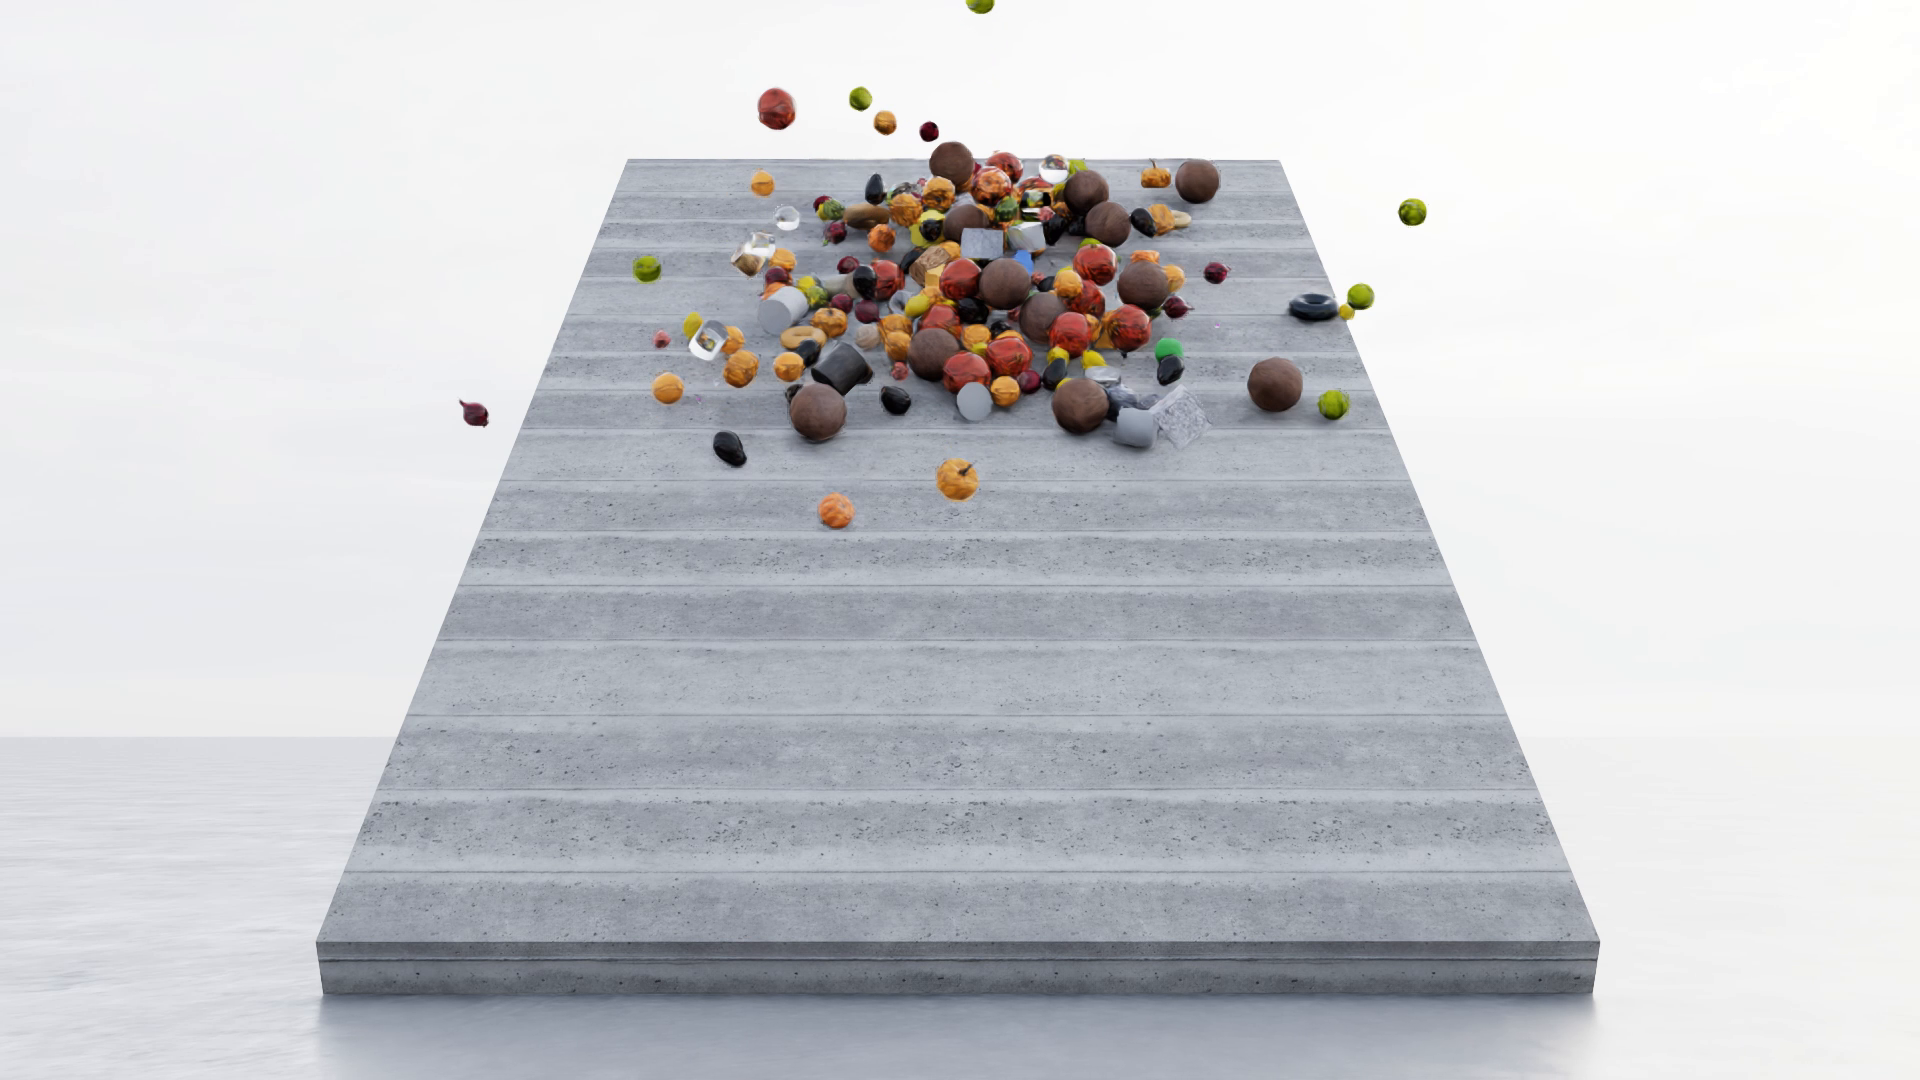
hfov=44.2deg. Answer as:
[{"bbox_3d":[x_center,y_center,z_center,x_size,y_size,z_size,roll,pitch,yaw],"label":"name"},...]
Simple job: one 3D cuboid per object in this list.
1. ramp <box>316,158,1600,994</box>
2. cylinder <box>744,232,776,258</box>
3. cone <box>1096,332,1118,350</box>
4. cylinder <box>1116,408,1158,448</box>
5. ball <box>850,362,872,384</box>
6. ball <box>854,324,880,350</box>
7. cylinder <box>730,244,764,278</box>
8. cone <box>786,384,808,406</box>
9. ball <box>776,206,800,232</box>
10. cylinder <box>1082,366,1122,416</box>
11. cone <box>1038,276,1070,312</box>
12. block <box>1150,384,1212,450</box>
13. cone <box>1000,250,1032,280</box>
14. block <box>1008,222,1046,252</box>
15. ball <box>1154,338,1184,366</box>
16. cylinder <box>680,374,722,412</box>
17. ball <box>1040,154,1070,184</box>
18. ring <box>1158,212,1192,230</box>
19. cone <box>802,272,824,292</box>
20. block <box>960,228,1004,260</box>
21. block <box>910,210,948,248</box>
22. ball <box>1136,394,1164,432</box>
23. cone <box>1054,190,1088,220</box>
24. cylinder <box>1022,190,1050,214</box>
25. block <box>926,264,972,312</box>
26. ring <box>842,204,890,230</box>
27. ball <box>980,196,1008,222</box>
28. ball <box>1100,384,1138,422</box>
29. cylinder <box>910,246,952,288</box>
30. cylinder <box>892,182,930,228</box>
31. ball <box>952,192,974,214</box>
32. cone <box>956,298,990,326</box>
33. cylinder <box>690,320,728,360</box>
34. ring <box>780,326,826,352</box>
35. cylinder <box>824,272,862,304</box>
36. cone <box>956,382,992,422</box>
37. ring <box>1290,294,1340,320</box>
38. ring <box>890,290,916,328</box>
[{"bbox_3d":[-0.010,-0.227,5.491,2.000,0.100,4.000,0,27,0],"label":"ramp"},{"bbox_3d":[-0.514,-0.759,6.077,0.060,0.060,0.060,6,-7,-32],"label":"cylinder"},{"bbox_3d":[0.370,-0.486,5.872,0.050,0.050,0.050,34,-1,7],"label":"cone"},{"bbox_3d":[0.400,-0.254,5.339,0.082,0.082,0.082,9,-3,13],"label":"cylinder"},{"bbox_3d":[-0.237,-0.399,5.659,0.056,0.056,0.056,0,-5,0],"label":"ball"},{"bbox_3d":[-0.222,-0.487,5.692,0.062,0.062,0.062,0,-5,0],"label":"ball"},{"bbox_3d":[-0.554,-0.729,6.170,0.063,0.063,0.063,38,-23,-25],"label":"cylinder"},{"bbox_3d":[-0.389,-0.339,5.574,0.053,0.053,0.053,1,-1,-13],"label":"cone"},{"bbox_3d":[-0.456,-0.850,6.262,0.066,0.066,0.066,0,-5,0],"label":"ball"},{"bbox_3d":[0.332,-0.349,5.525,0.088,0.088,0.088,1,28,0],"label":"cylinder"},{"bbox_3d":[0.244,-0.622,6.124,0.086,0.086,0.086,0,-37,0],"label":"cone"},{"bbox_3d":[0.484,-0.270,5.187,0.093,0.093,0.093,-38,13,6],"label":"block"},{"bbox_3d":[0.130,-0.696,6.001,0.077,0.077,0.077,1,-2,42],"label":"cone"},{"bbox_3d":[0.175,-0.792,6.203,0.066,0.066,0.066,-20,19,-25],"label":"block"},{"bbox_3d":[0.509,-0.459,5.766,0.070,0.070,0.070,0,-5,0],"label":"ball"},{"bbox_3d":[-0.610,-0.333,5.568,0.096,0.096,0.096,3,-9,1],"label":"cylinder"},{"bbox_3d":[0.259,-1.019,6.488,0.084,0.084,0.084,0,-5,0],"label":"ball"},{"bbox_3d":[0.610,-0.905,6.700,0.094,0.031,0.094,-1,27,0],"label":"ring"},{"bbox_3d":[-0.398,-0.665,6.213,0.057,0.057,0.057,-38,-1,-6],"label":"cone"},{"bbox_3d":[0.058,-0.778,6.213,0.077,0.077,0.077,-4,11,-44],"label":"block"},{"bbox_3d":[-0.086,-0.860,6.552,0.077,0.077,0.077,-15,30,-26],"label":"block"},{"bbox_3d":[0.441,-0.290,5.409,0.087,0.087,0.087,0,-5,0],"label":"ball"},{"bbox_3d":[0.327,-0.957,6.743,0.087,0.087,0.087,-9,-1,-22],"label":"cone"},{"bbox_3d":[0.209,-0.928,6.495,0.060,0.060,0.060,6,-1,26],"label":"cylinder"},{"bbox_3d":[-0.028,-0.656,6.138,0.087,0.087,0.087,21,33,35],"label":"block"},{"bbox_3d":[-0.262,-0.902,6.599,0.134,0.045,0.134,1,-12,0],"label":"ring"},{"bbox_3d":[0.097,-0.937,6.711,0.075,0.075,0.075,0,-5,0],"label":"ball"},{"bbox_3d":[0.367,-0.314,5.450,0.089,0.089,0.089,0,-5,0],"label":"ball"},{"bbox_3d":[-0.076,-0.718,6.216,0.082,0.082,0.082,-5,34,47],"label":"cylinder"},{"bbox_3d":[-0.138,-0.943,6.663,0.093,0.093,0.093,-1,-35,11],"label":"cylinder"},{"bbox_3d":[0.009,-0.965,6.775,0.063,0.063,0.063,0,-5,0],"label":"ball"},{"bbox_3d":[0.022,-0.577,5.940,0.076,0.076,0.076,5,-7,-27],"label":"cone"},{"bbox_3d":[-0.603,-0.481,5.683,0.070,0.070,0.070,3,-39,-37],"label":"cylinder"},{"bbox_3d":[-0.389,-0.499,5.877,0.117,0.039,0.117,1,26,0],"label":"ring"},{"bbox_3d":[-0.303,-0.651,6.121,0.069,0.069,0.069,-9,-9,35],"label":"cylinder"},{"bbox_3d":[0.012,-0.317,5.511,0.092,0.092,0.092,3,-5,-29],"label":"cone"},{"bbox_3d":[0.911,-0.599,6.078,0.131,0.044,0.131,0,25,0],"label":"ring"},{"bbox_3d":[-0.144,-0.585,5.981,0.031,0.094,0.094,-13,4,-38],"label":"ring"}]
